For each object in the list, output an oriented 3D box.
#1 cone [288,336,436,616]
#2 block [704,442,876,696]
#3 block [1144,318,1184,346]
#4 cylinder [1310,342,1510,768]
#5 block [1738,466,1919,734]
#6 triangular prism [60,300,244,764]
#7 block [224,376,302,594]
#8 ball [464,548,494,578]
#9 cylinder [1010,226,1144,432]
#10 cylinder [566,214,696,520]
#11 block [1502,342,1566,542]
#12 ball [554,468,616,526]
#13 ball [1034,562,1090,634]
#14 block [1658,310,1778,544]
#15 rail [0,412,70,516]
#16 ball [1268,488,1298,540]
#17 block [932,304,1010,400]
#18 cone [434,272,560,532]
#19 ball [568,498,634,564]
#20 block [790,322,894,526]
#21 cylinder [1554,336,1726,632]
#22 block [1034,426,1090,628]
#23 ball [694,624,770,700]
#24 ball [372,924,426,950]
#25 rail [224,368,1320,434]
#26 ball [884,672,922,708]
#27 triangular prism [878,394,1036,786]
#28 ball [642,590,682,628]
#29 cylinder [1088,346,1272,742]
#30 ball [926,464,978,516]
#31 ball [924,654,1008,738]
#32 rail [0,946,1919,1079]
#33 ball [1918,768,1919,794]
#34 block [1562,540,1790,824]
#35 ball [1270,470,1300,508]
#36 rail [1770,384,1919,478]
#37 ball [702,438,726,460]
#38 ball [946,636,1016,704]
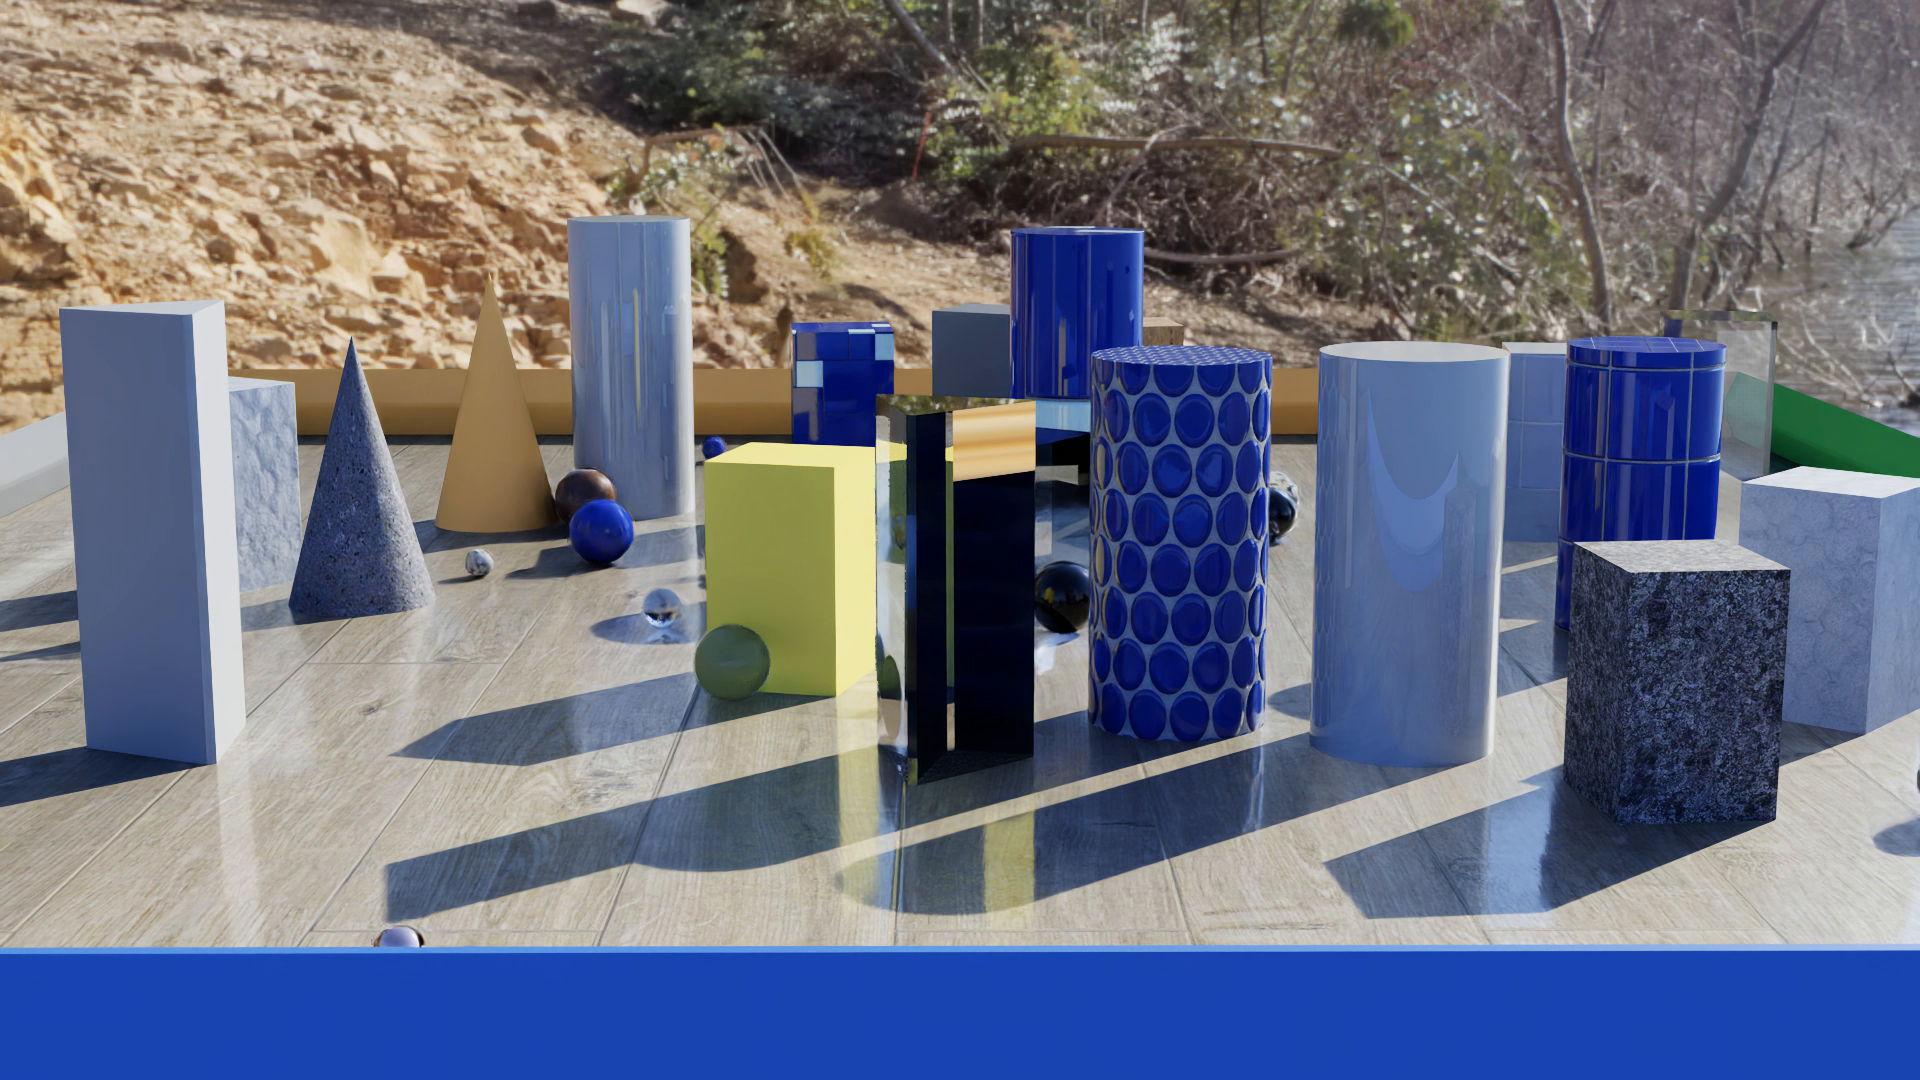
[{"bbox_3d":[-0.823,-0.097,3.502,0.199,0.368,0.199,0,10,0],"label":"cone"},{"bbox_3d":[-0.201,0.032,3.071,0.160,0.272,0.160,3,11,15],"label":"block"},{"bbox_3d":[0.297,-0.246,4.546,0.160,0.281,0.160,-2,11,-9],"label":"block"},{"bbox_3d":[0.481,0.010,2.758,0.199,0.428,0.199,0,10,0],"label":"cylinder"},{"bbox_3d":[0.992,0.064,2.916,0.160,0.265,0.160,9,14,41],"label":"block"},{"bbox_3d":[-0.836,-0.016,2.768,0.173,0.476,0.150,5,12,25],"label":"triangular prism"},{"bbox_3d":[-1.053,-0.079,3.634,0.160,0.285,0.160,7,12,32],"label":"block"},{"bbox_3d":[-0.694,0.033,3.700,0.041,0.041,0.041,0,10,0],"label":"ball"},{"bbox_3d":[0.174,-0.222,3.857,0.199,0.485,0.199,0,10,0],"label":"cylinder"},{"bbox_3d":[-0.540,-0.288,4.226,0.199,0.481,0.199,0,10,0],"label":"cylinder"},{"bbox_3d":[0.932,-0.155,4.023,0.160,0.293,0.160,1,11,7],"label":"block"},{"bbox_3d":[-0.595,-0.065,4.073,0.098,0.098,0.098,0,10,0],"label":"ball"},{"bbox_3d":[0.136,0.074,3.329,0.094,0.094,0.094,0,10,0],"label":"ball"},{"bbox_3d":[1.133,-0.159,3.868,0.160,0.358,0.160,2,11,13],"label":"block"},{"bbox_3d":[-1.539,0.035,3.440,0.045,0.130,3.414,0,10,0],"label":"rail"},{"bbox_3d":[0.483,-0.040,3.981,0.082,0.082,0.082,0,10,0],"label":"ball"},{"bbox_3d":[0.058,-0.265,4.601,0.160,0.299,0.160,5,12,26],"label":"block"},{"bbox_3d":[-0.749,-0.229,4.116,0.199,0.404,0.199,0,10,0],"label":"cone"},{"bbox_3d":[-0.531,-0.013,3.796,0.096,0.096,0.096,0,10,0],"label":"ball"},{"bbox_3d":[-0.191,-0.189,4.155,0.160,0.312,0.160,-1,11,-5],"label":"block"},{"bbox_3d":[0.885,-0.070,3.343,0.199,0.372,0.199,0,10,0],"label":"cylinder"},{"bbox_3d":[0.071,-0.022,3.444,0.160,0.241,0.160,7,13,34],"label":"block"},{"bbox_3d":[-0.265,0.142,2.979,0.088,0.088,0.088,0,10,0],"label":"ball"},{"bbox_3d":[-0.453,0.333,2.073,0.044,0.044,0.044,0,10,0],"label":"ball"},{"bbox_3d":[-0.010,-0.273,5.104,3.125,0.130,0.045,0,10,0],"label":"rail"},{"bbox_3d":[-0.066,0.172,2.943,0.043,0.043,0.043,0,10,0],"label":"ball"},{"bbox_3d":[-0.036,0.043,2.706,0.173,0.383,0.150,-9,14,-42],"label":"triangular prism"},{"bbox_3d":[-0.390,0.090,3.364,0.051,0.051,0.051,0,10,0],"label":"ball"},{"bbox_3d":[0.244,-0.001,2.862,0.199,0.412,0.199,0,10,0],"label":"cylinder"},{"bbox_3d":[-0.012,-0.081,4.195,0.086,0.086,0.086,0,10,0],"label":"ball"},{"bbox_3d":[0.006,0.172,2.809,0.092,0.092,0.092,0,10,0],"label":"ball"},{"bbox_3d":[0.010,0.339,1.794,3.125,0.130,0.045,0,10,0],"label":"rail"},{"bbox_3d":[0.973,0.235,2.490,0.083,0.083,0.083,0,10,0],"label":"ball"},{"bbox_3d":[0.710,0.138,2.557,0.160,0.250,0.160,-1,11,-6],"label":"block"},{"bbox_3d":[0.492,-0.064,4.074,0.096,0.096,0.096,0,10,0],"label":"ball"},{"bbox_3d":[1.539,0.032,3.457,0.045,0.130,3.414,0,10,0],"label":"rail"},{"bbox_3d":[-0.460,-0.169,4.784,0.043,0.043,0.043,0,10,0],"label":"ball"},{"bbox_3d":[0.025,0.150,2.959,0.080,0.080,0.080,0,10,0],"label":"ball"}]
